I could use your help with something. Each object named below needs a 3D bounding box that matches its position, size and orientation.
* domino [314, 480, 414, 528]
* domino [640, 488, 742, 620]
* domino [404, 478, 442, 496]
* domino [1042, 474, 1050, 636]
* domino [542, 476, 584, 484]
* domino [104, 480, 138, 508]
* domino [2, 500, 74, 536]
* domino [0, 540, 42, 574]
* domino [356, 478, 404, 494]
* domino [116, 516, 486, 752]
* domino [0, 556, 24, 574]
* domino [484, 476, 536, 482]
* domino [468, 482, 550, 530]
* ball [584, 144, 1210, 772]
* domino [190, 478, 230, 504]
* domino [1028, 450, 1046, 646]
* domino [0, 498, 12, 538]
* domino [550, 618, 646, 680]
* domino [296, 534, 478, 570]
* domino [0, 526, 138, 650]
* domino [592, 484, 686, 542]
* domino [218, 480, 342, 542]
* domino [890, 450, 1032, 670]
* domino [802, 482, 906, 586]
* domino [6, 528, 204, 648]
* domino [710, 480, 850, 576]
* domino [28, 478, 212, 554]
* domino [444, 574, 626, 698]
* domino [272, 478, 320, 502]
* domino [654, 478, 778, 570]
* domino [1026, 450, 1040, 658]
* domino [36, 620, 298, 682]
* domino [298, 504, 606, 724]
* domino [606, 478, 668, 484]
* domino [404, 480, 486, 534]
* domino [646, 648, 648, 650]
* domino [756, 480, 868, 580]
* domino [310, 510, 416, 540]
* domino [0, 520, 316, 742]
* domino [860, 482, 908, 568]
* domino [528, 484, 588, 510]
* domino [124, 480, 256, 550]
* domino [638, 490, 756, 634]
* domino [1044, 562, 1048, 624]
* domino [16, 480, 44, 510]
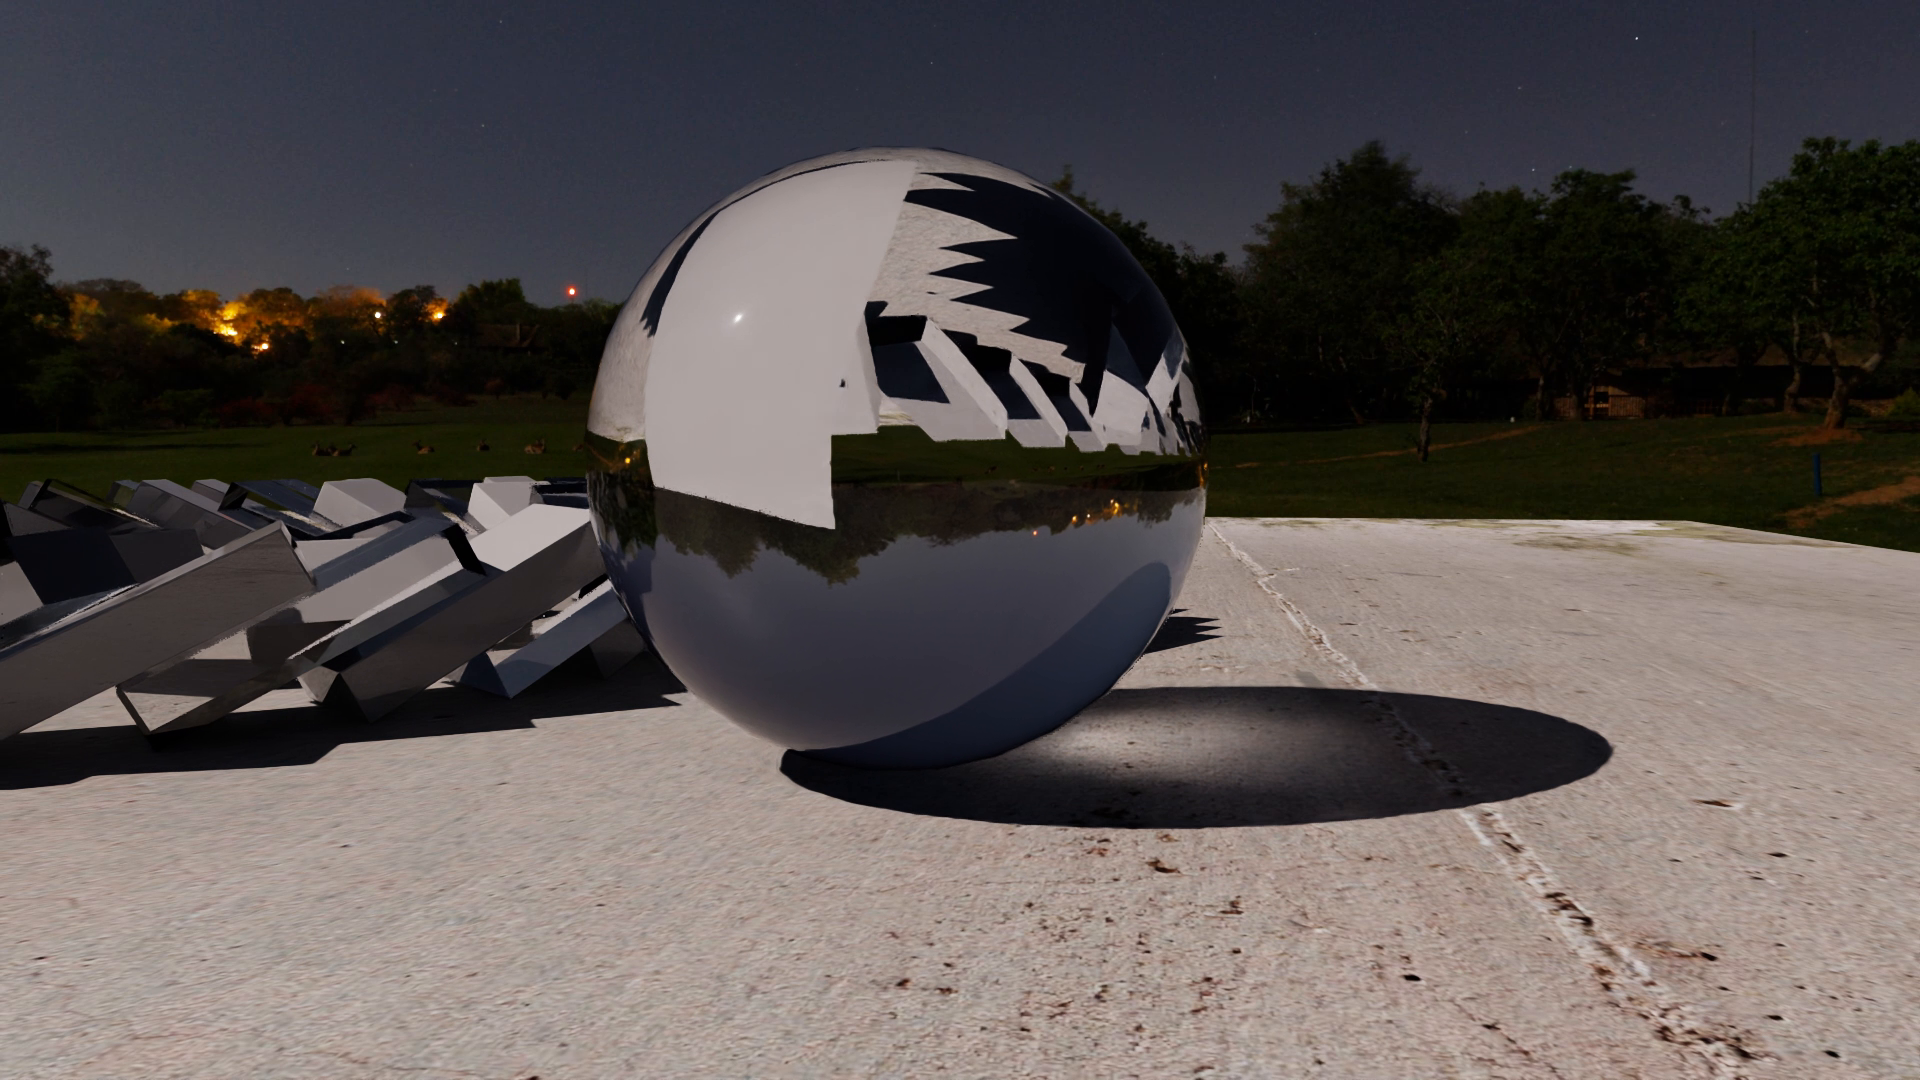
[{"bbox_3d":[-0.167,-0.002,0.392,0.050,0.010,0.025,28,9,8],"label":"domino"},{"bbox_3d":[-0.070,0.003,0.329,0.025,0.009,0.050,1,29,-7],"label":"domino"},{"bbox_3d":[-0.175,-0.008,0.470,0.050,0.009,0.025,25,4,-2],"label":"domino"},{"bbox_3d":[0.008,0.002,0.301,0.025,0.010,0.050,0,37,4],"label":"domino"},{"bbox_3d":[-0.127,-0.008,0.468,0.050,0.009,0.025,29,14,17],"label":"domino"},{"bbox_3d":[-0.264,-0.006,0.441,0.050,0.009,0.025,26,-6,-22],"label":"domino"},{"bbox_3d":[-0.242,0.001,0.339,0.025,0.009,0.050,2,-22,29],"label":"domino"},{"bbox_3d":[-0.252,0.003,0.317,0.025,0.009,0.050,-1,-24,22],"label":"domino"},{"bbox_3d":[-0.198,-0.007,0.467,0.050,0.009,0.025,25,2,-5],"label":"domino"},{"bbox_3d":[-0.101,0.013,0.198,0.050,0.010,0.025,-32,21,-28],"label":"domino"},{"bbox_3d":[-0.310,-0.001,0.387,0.025,0.010,0.050,3,-20,37],"label":"domino"},{"bbox_3d":[-0.149,-0.008,0.473,0.050,0.009,0.025,28,11,13],"label":"domino"},{"bbox_3d":[-0.121,-0.001,0.380,0.050,0.010,0.025,35,24,32],"label":"domino"},{"bbox_3d":[-0.008,-0.010,0.169,0.080,0.080,0.080,0,4,0],"label":"ball"},{"bbox_3d":[-0.243,-0.006,0.452,0.050,0.009,0.025,25,-3,-17],"label":"domino"},{"bbox_3d":[0.006,0.001,0.284,0.025,0.009,0.050,0,47,4],"label":"domino"},{"bbox_3d":[-0.201,0.008,0.240,0.050,0.009,0.025,-31,-13,32],"label":"domino"},{"bbox_3d":[-0.062,0.008,0.254,0.025,0.009,0.050,3,31,36],"label":"domino"},{"bbox_3d":[-0.127,0.011,0.276,0.050,0.009,0.025,-3,39,-36],"label":"domino"},{"bbox_3d":[-0.141,0.014,0.169,0.050,0.010,0.025,-27,8,-6],"label":"domino"},{"bbox_3d":[-0.083,0.001,0.350,0.025,0.010,0.050,-2,31,-26],"label":"domino"},{"bbox_3d":[-0.191,-0.002,0.386,0.050,0.009,0.025,27,1,-8],"label":"domino"},{"bbox_3d":[0.001,0.003,0.257,0.025,0.009,0.050,0,47,4],"label":"domino"},{"bbox_3d":[-0.027,-0.003,0.407,0.025,0.010,0.050,-3,30,-36],"label":"domino"},{"bbox_3d":[-0.174,0.011,0.243,0.050,0.009,0.025,-20,2,7],"label":"domino"},{"bbox_3d":[-0.062,-0.005,0.438,0.025,0.010,0.050,-4,31,-46],"label":"domino"},{"bbox_3d":[-0.233,-0.001,0.364,0.050,0.009,0.025,31,-13,-28],"label":"domino"},{"bbox_3d":[-0.070,0.009,0.235,0.025,0.009,0.050,7,34,41],"label":"domino"},{"bbox_3d":[-0.220,-0.007,0.461,0.050,0.009,0.025,25,0,-11],"label":"domino"},{"bbox_3d":[-0.083,-0.006,0.450,0.050,0.009,0.025,32,21,29],"label":"domino"},{"bbox_3d":[0.004,0.002,0.270,0.025,0.010,0.050,0,47,4],"label":"domino"},{"bbox_3d":[-0.143,0.020,0.239,0.050,0.010,0.025,1,4,15],"label":"domino"},{"bbox_3d":[-0.084,0.011,0.217,0.025,0.010,0.050,6,34,43],"label":"domino"},{"bbox_3d":[-0.103,-0.007,0.462,0.050,0.010,0.025,31,20,28],"label":"domino"},{"bbox_3d":[-0.142,-0.002,0.390,0.050,0.009,0.025,32,18,24],"label":"domino"},{"bbox_3d":[-0.066,0.006,0.283,0.025,0.009,0.050,0,30,1],"label":"domino"},{"bbox_3d":[-0.044,-0.004,0.423,0.025,0.010,0.050,-4,31,-43],"label":"domino"},{"bbox_3d":[-0.139,0.007,0.308,0.025,0.010,0.050,26,13,1],"label":"domino"},{"bbox_3d":[-0.120,0.013,0.184,0.050,0.010,0.025,-31,17,-22],"label":"domino"},{"bbox_3d":[-0.010,-0.002,0.388,0.025,0.010,0.050,-2,31,-24],"label":"domino"},{"bbox_3d":[-0.102,0.000,0.367,0.025,0.009,0.050,-4,32,-41],"label":"domino"},{"bbox_3d":[-0.213,-0.002,0.377,0.050,0.010,0.025,28,-5,-17],"label":"domino"},{"bbox_3d":[-0.065,0.004,0.307,0.025,0.009,0.050,2,29,-1],"label":"domino"},{"bbox_3d":[0.008,0.003,0.322,0.025,0.009,0.050,0,30,0],"label":"domino"},{"bbox_3d":[-0.283,-0.005,0.427,0.050,0.009,0.025,27,-11,-29],"label":"domino"}]
